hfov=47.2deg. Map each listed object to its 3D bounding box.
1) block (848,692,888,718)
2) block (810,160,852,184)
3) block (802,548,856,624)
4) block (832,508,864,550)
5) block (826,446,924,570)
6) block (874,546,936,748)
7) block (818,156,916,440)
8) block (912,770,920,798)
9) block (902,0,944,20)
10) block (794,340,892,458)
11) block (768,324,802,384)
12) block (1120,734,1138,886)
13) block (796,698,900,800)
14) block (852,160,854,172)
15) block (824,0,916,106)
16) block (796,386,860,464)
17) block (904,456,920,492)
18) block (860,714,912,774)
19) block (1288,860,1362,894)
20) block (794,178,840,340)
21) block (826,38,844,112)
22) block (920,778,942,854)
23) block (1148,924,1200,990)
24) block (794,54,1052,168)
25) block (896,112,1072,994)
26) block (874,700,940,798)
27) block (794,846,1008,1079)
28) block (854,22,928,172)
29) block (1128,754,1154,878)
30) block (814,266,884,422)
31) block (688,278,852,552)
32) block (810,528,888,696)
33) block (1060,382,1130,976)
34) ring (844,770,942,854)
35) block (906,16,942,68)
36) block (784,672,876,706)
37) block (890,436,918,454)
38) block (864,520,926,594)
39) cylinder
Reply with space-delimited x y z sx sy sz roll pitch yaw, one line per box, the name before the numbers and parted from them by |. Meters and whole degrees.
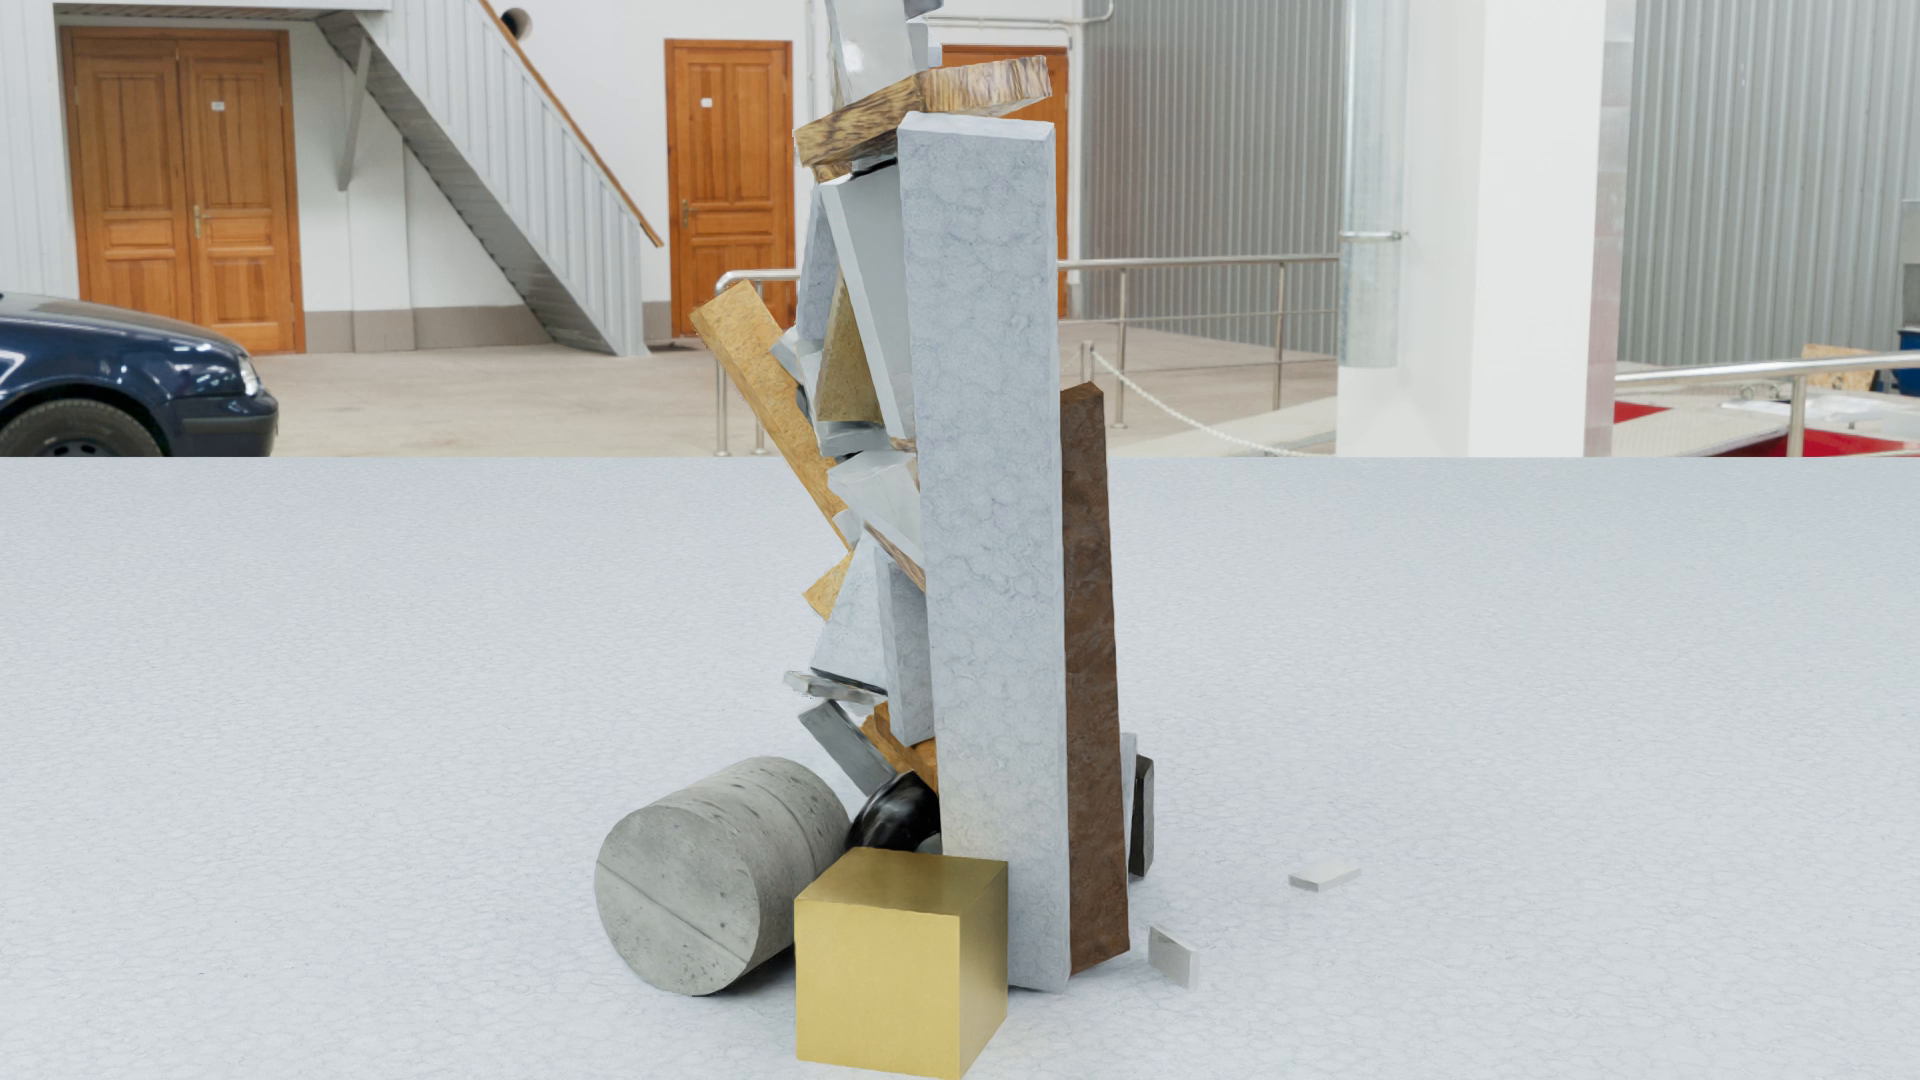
block | -0.104 0.272 4.064 0.111 0.031 0.222 -40 13 -34
block | -0.110 -0.483 3.038 0.143 0.040 0.285 -6 40 -18
block | -0.128 0.130 3.498 0.249 0.125 0.035 45 -8 32
block | -0.130 -0.039 3.576 0.144 0.072 0.020 -28 11 26
block | -0.069 -0.052 3.124 0.122 0.034 0.243 -29 48 -26
block | -0.031 0.138 3.275 0.165 0.330 0.047 -18 35 -22
block | -0.055 -0.326 2.896 0.173 0.346 0.049 -24 20 -25
block | 0.011 0.417 3.686 0.162 0.325 0.046 -15 43 -8
block | -0.099 -0.739 2.893 0.095 0.027 0.190 -16 -17 17
block | -0.167 -0.221 3.266 0.121 0.034 0.243 -10 43 -7
block | -0.235 -0.313 4.339 0.040 0.285 0.143 -41 6 38
block | 0.183 0.463 3.454 0.163 0.327 0.046 3 -6 13
block | -0.115 0.404 3.527 0.065 0.395 0.018 -27 23 28
block | -0.099 -0.574 3.049 0.105 0.030 0.210 7 46 -12
block | -0.115 -0.645 2.792 0.095 0.190 0.027 -12 4 -25
block | -0.137 -0.157 3.286 0.121 0.034 0.243 -19 52 -22
block | 0.033 -0.026 2.979 0.117 0.235 0.033 -26 -5 -30
block | -0.097 0.394 4.141 0.031 0.111 0.262 19 20 -39
block | 0.619 0.570 3.729 0.122 0.017 0.061 -10 15 -44
block | -0.153 -0.416 3.220 0.143 0.285 0.040 -4 48 -16
block | -0.133 -0.654 3.175 0.105 0.030 0.210 6 40 -12
block | 0.020 0.457 3.475 0.163 0.327 0.046 4 14 11
block | 0.321 0.626 3.305 0.017 0.061 0.122 -3 11 -24
block | -0.052 -0.530 2.733 0.173 0.049 0.346 -14 5 -29
block | 0.047 0.087 2.890 0.173 1.365 0.049 7 36 14
block | 0.023 0.328 3.339 0.163 0.046 0.327 -22 41 -24
block | -0.077 0.584 3.063 0.233 0.233 0.233 3 11 17
block | -0.092 -0.572 2.958 0.095 0.251 0.027 1 -6 -12
block | 0.248 0.444 3.669 0.145 0.290 0.041 18 52 20
block | -0.112 -0.284 3.071 0.143 0.285 0.040 0 46 -15
block | -0.176 -0.032 4.371 0.143 1.080 0.040 -39 8 -40
block | -0.120 0.080 3.460 0.125 0.317 0.035 15 -21 12
block | 0.160 0.228 3.050 0.117 0.985 0.033 -20 37 -20
ring | -0.023 0.501 3.369 0.315 0.315 0.105 -2 -3 -9
block | -0.101 -0.727 3.163 0.105 0.030 0.210 -7 33 -12
block | -0.202 0.230 3.399 0.130 0.018 0.065 13 5 -40
block | 0.013 -0.144 2.919 0.117 0.033 0.235 -23 18 -26
block | 0.014 0.022 3.110 0.165 0.047 0.330 -19 40 -23
cylinder | -0.352 0.504 3.342 0.289 0.289 0.289 5 12 26
